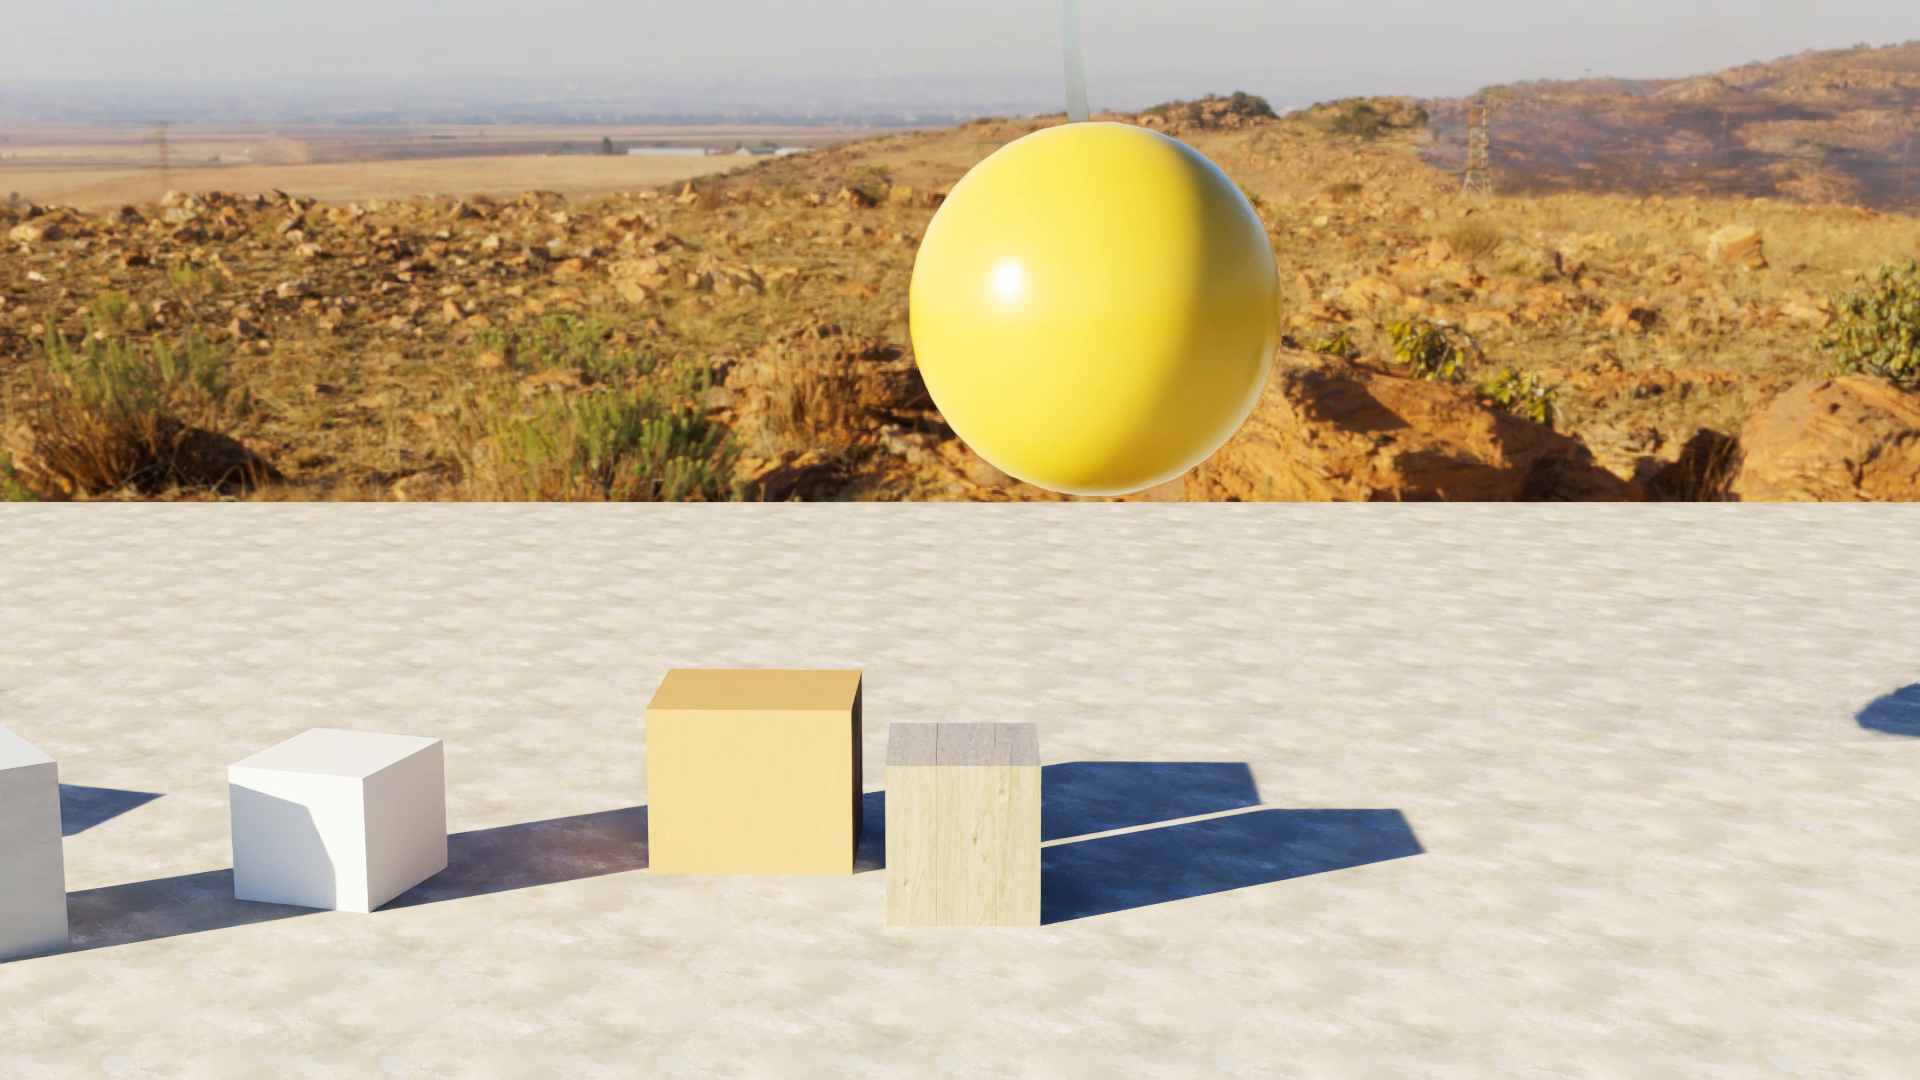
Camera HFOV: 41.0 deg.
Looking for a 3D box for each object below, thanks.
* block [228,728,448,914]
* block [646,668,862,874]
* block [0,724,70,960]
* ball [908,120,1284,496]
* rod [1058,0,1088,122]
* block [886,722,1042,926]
[{"bbox_3d":[-2.712,1.215,11.233,0.649,0.591,0.687,3,11,17],"label":"block"},{"bbox_3d":[-0.921,1.046,11.723,0.904,0.748,0.783,0,10,1],"label":"block"},{"bbox_3d":[-4.146,1.259,10.465,0.735,0.779,0.733,-8,13,-36],"label":"block"},{"bbox_3d":[0.579,-0.987,11.001,1.600,1.600,1.600,0,10,0],"label":"ball"},{"bbox_3d":[0.251,-4.316,10.396,0.080,5.200,0.080,-5,10,1],"label":"rod"},{"bbox_3d":[0.013,1.208,10.997,0.642,0.689,0.720,0,10,0],"label":"block"}]
